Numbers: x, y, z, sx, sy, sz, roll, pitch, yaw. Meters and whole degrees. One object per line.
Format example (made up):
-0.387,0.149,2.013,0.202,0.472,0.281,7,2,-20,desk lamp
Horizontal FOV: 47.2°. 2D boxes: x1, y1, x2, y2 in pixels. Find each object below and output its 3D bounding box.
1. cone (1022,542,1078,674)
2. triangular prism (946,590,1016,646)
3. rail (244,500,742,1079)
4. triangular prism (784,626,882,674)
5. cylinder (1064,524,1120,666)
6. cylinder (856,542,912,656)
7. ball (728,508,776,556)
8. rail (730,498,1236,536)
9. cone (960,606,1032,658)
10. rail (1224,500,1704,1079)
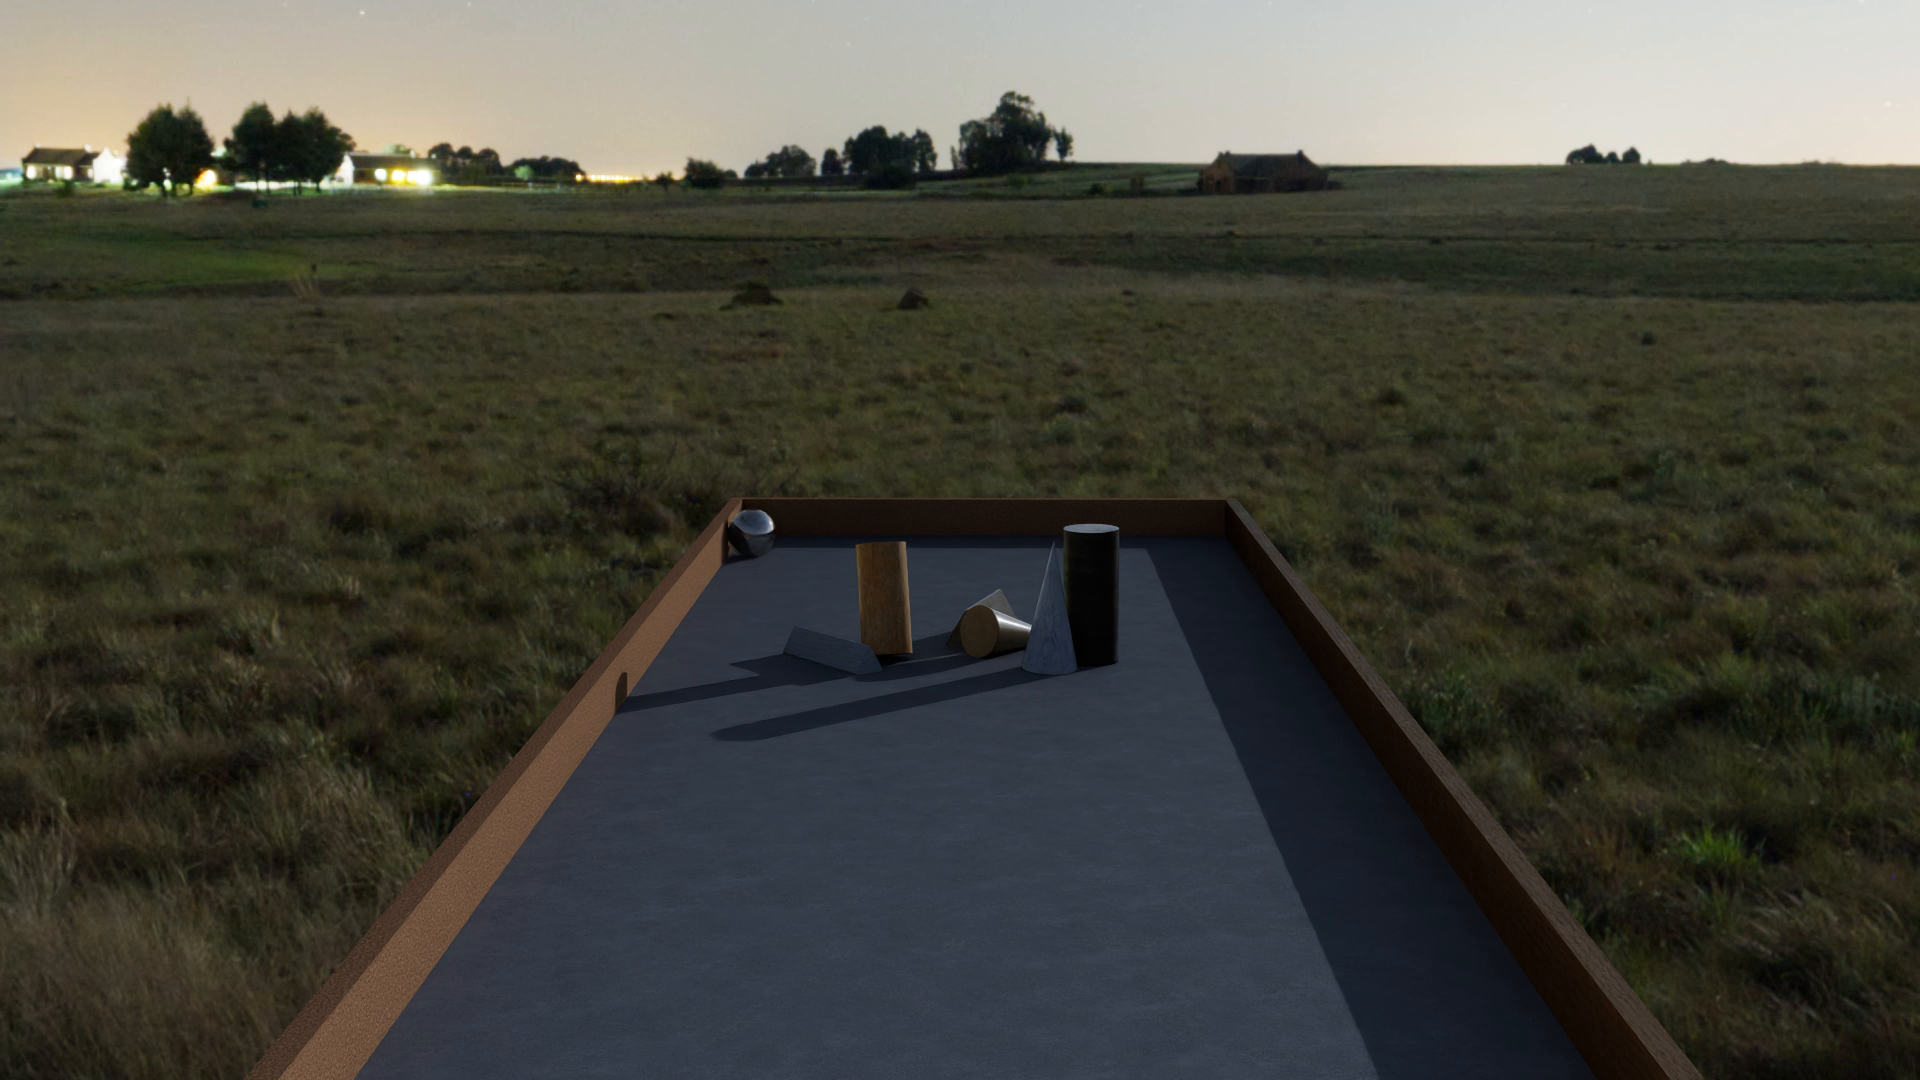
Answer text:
0.272,0.190,6.540,0.169,0.388,0.169,1,12,0,cone
0.076,0.247,7.052,0.136,0.118,0.378,2,9,17,triangular prism
-1.004,0.839,3.234,0.050,0.150,12.000,0,9,1,rail
-0.389,0.328,6.666,0.093,0.080,0.392,-7,11,-38,triangular prism
0.397,0.165,6.658,0.168,0.407,0.168,0,10,0,cylinder
-0.232,0.180,6.703,0.153,0.339,0.153,-4,-4,0,cylinder
-0.811,-0.028,8.584,0.188,0.188,0.188,0,9,0,ball
0.099,-0.098,9.147,2.100,0.150,0.050,0,9,1,rail
0.198,0.298,6.878,0.162,0.162,0.400,9,1,45,cone
1.046,0.843,3.208,0.050,0.150,12.000,0,9,1,rail
